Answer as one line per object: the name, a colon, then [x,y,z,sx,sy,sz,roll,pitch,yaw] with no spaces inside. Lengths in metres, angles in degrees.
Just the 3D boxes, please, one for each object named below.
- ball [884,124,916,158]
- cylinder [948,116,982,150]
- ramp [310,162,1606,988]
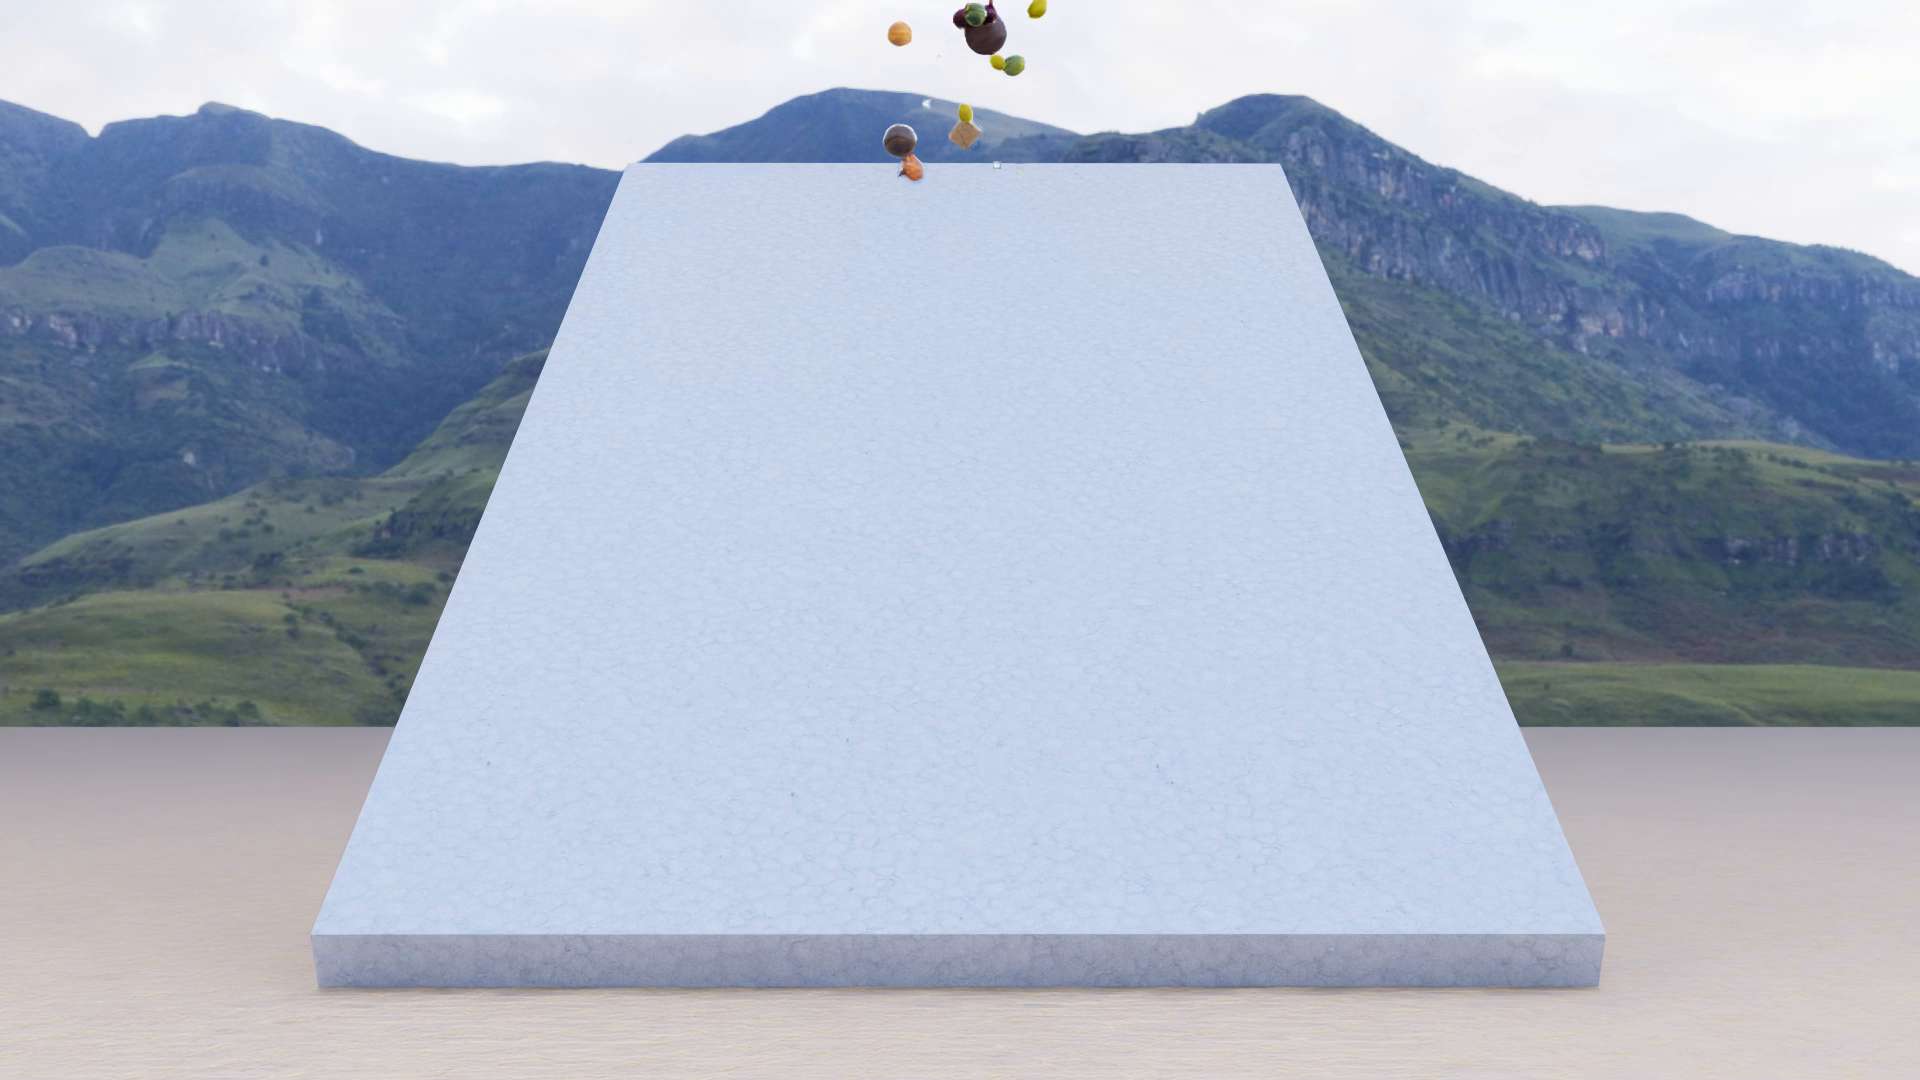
ball: [-0.180,-1.195,7.066,0.100,0.100,0.100,0,-4,0]
cylinder: [0.014,-1.181,6.851,0.071,0.071,0.071,-48,-21,15]
ramp: [-0.010,-0.228,5.457,2.000,0.100,4.000,0,26,0]
